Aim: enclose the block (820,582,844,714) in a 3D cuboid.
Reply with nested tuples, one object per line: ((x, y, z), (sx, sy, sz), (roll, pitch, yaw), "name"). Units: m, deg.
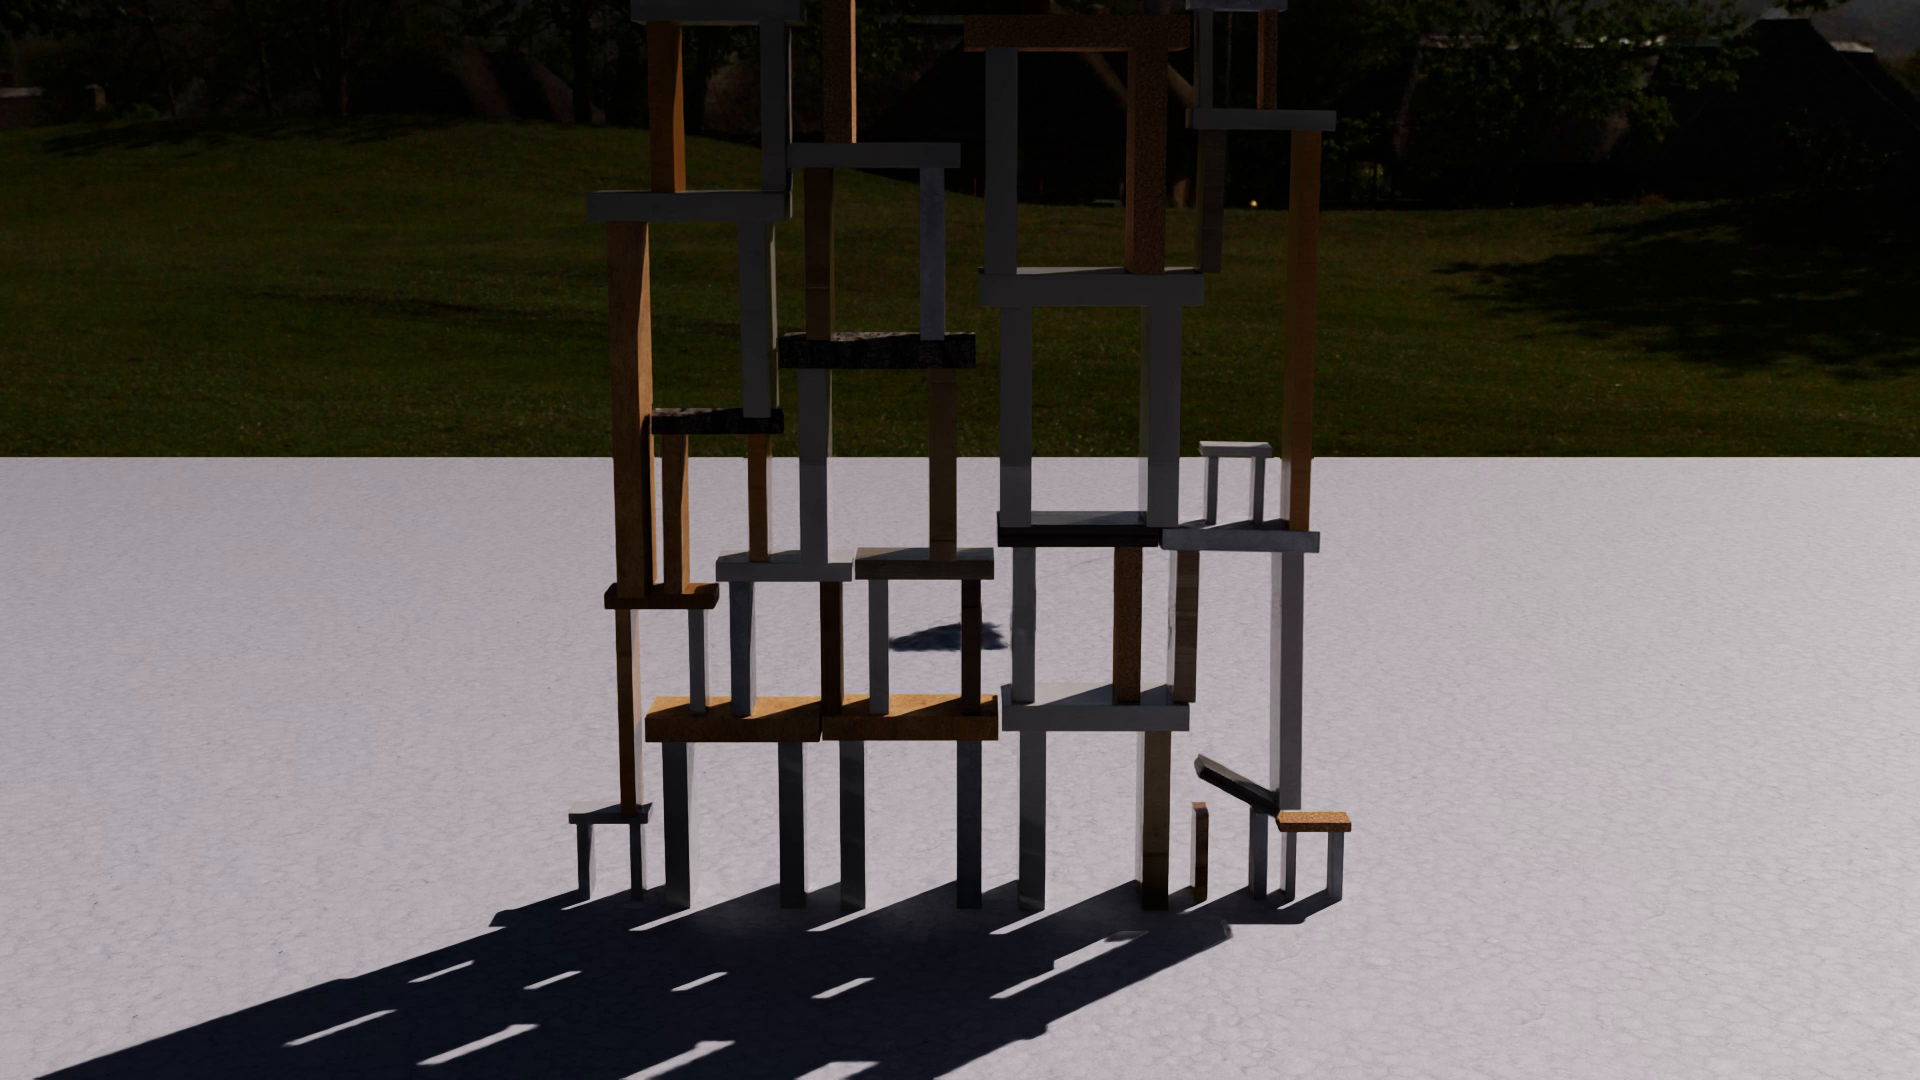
((-0.209, 0.164, 3.589), (0.031, 0.218, 0.109), (0, 11, 0), "block")

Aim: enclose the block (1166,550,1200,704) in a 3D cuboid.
((0.363, 0.128, 3.584), (0.035, 0.250, 0.125), (0, 11, 0), "block")

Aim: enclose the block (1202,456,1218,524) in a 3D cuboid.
((0.404, -0.084, 3.546), (0.016, 0.112, 0.056), (1, 11, 0), "block")

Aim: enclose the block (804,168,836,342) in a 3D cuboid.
((-0.221, -0.454, 3.471), (0.038, 0.266, 0.133), (0, 11, 0), "block")

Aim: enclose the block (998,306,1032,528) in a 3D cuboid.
((0.087, -0.207, 3.525), (0.049, 0.348, 0.174), (0, 11, 0), "block")

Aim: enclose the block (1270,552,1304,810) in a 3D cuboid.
((0.534, 0.219, 3.601), (0.035, 0.426, 0.125), (-1, 11, 0), "block")

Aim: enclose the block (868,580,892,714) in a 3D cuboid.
((-0.130, 0.162, 3.585), (0.031, 0.222, 0.111), (0, 11, 0), "block")

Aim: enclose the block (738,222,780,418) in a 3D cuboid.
((-0.319, -0.355, 3.489), (0.043, 0.304, 0.152), (-1, 10, 0), "block")

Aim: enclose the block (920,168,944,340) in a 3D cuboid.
((-0.043, -0.454, 3.471), (0.038, 0.266, 0.133), (0, 11, 0), "block")

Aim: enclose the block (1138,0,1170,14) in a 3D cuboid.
((0.300, -0.946, 3.388), (0.039, 0.275, 0.137), (0, 11, 0), "block")

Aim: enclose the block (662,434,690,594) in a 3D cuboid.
((-0.459, -0.050, 3.553), (0.029, 0.259, 0.104), (1, 11, 0), "block")

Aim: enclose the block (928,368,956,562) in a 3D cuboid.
((-0.027, -0.131, 3.540), (0.043, 0.307, 0.153), (0, 11, 0), "block")

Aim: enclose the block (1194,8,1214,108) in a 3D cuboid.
((0.379, -0.748, 3.421), (0.021, 0.149, 0.075), (-1, 10, 0), "block")

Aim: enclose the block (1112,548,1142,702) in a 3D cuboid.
((0.273, 0.125, 3.587), (0.036, 0.256, 0.128), (0, 11, 0), "block")

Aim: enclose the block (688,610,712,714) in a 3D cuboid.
((-0.424, 0.189, 3.590), (0.025, 0.176, 0.088), (0, 11, 0), "block")

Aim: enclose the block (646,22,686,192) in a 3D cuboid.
((-0.458, -0.673, 3.429), (0.036, 0.257, 0.129), (0, 11, 0), "block")

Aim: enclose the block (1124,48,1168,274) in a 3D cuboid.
((0.291, -0.594, 3.449), (0.048, 0.342, 0.171), (0, 11, 0), "block")

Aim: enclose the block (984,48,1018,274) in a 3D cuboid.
((0.063, -0.594, 3.449), (0.048, 0.342, 0.171), (0, 11, 0), "block")

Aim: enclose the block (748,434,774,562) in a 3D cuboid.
((-0.322, -0.076, 3.549), (0.029, 0.207, 0.103), (0, 11, 0), "block")

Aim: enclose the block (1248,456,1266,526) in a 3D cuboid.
((0.479, -0.083, 3.546), (0.016, 0.112, 0.056), (1, 11, 0), "block")

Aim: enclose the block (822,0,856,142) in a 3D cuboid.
((-0.187, -0.866, 3.403), (0.043, 0.494, 0.152), (0, 11, 0), "block")

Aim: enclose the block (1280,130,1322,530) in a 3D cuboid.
((0.540, -0.332, 3.493), (0.031, 0.624, 0.110), (0, 11, 0), "block")

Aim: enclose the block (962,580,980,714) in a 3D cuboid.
((0.018, 0.162, 3.585), (0.031, 0.222, 0.111), (0, 11, 0), "block")

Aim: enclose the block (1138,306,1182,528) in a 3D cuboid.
((0.320, -0.207, 3.525), (0.049, 0.348, 0.174), (0, 11, 0), "block")

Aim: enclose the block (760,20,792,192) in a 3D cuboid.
((-0.285, -0.673, 3.424), (0.036, 0.257, 0.129), (0, 10, 0), "block")

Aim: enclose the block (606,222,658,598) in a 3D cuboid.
((-0.524, -0.213, 3.517), (0.043, 0.593, 0.152), (0, 11, 0), "block")

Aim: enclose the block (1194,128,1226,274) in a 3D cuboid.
((0.392, -0.534, 3.456), (0.031, 0.221, 0.110), (1, 10, 0), "block")

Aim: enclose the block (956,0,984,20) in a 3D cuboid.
((0.015, -0.960, 3.385), (0.043, 0.303, 0.152), (0, 11, 0), "block")

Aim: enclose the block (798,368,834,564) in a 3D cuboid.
((-0.232, -0.128, 3.541), (0.043, 0.312, 0.153), (0, 11, 0), "block")

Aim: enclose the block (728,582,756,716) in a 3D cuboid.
((-0.354, 0.166, 3.589), (0.031, 0.222, 0.109), (0, 11, 0), "block")

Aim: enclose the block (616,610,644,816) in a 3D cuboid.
((-0.542, 0.274, 3.606), (0.025, 0.347, 0.088), (0, 11, 0), "block")

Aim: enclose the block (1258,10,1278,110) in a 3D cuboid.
((0.478, -0.746, 3.420), (0.021, 0.149, 0.075), (-1, 10, 0), "block")

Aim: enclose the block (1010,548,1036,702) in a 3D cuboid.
((0.103, 0.125, 3.587), (0.036, 0.256, 0.128), (0, 11, 0), "block")

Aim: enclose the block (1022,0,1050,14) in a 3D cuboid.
((0.116, -0.946, 3.389), (0.039, 0.274, 0.137), (0, 11, 0), "block")
